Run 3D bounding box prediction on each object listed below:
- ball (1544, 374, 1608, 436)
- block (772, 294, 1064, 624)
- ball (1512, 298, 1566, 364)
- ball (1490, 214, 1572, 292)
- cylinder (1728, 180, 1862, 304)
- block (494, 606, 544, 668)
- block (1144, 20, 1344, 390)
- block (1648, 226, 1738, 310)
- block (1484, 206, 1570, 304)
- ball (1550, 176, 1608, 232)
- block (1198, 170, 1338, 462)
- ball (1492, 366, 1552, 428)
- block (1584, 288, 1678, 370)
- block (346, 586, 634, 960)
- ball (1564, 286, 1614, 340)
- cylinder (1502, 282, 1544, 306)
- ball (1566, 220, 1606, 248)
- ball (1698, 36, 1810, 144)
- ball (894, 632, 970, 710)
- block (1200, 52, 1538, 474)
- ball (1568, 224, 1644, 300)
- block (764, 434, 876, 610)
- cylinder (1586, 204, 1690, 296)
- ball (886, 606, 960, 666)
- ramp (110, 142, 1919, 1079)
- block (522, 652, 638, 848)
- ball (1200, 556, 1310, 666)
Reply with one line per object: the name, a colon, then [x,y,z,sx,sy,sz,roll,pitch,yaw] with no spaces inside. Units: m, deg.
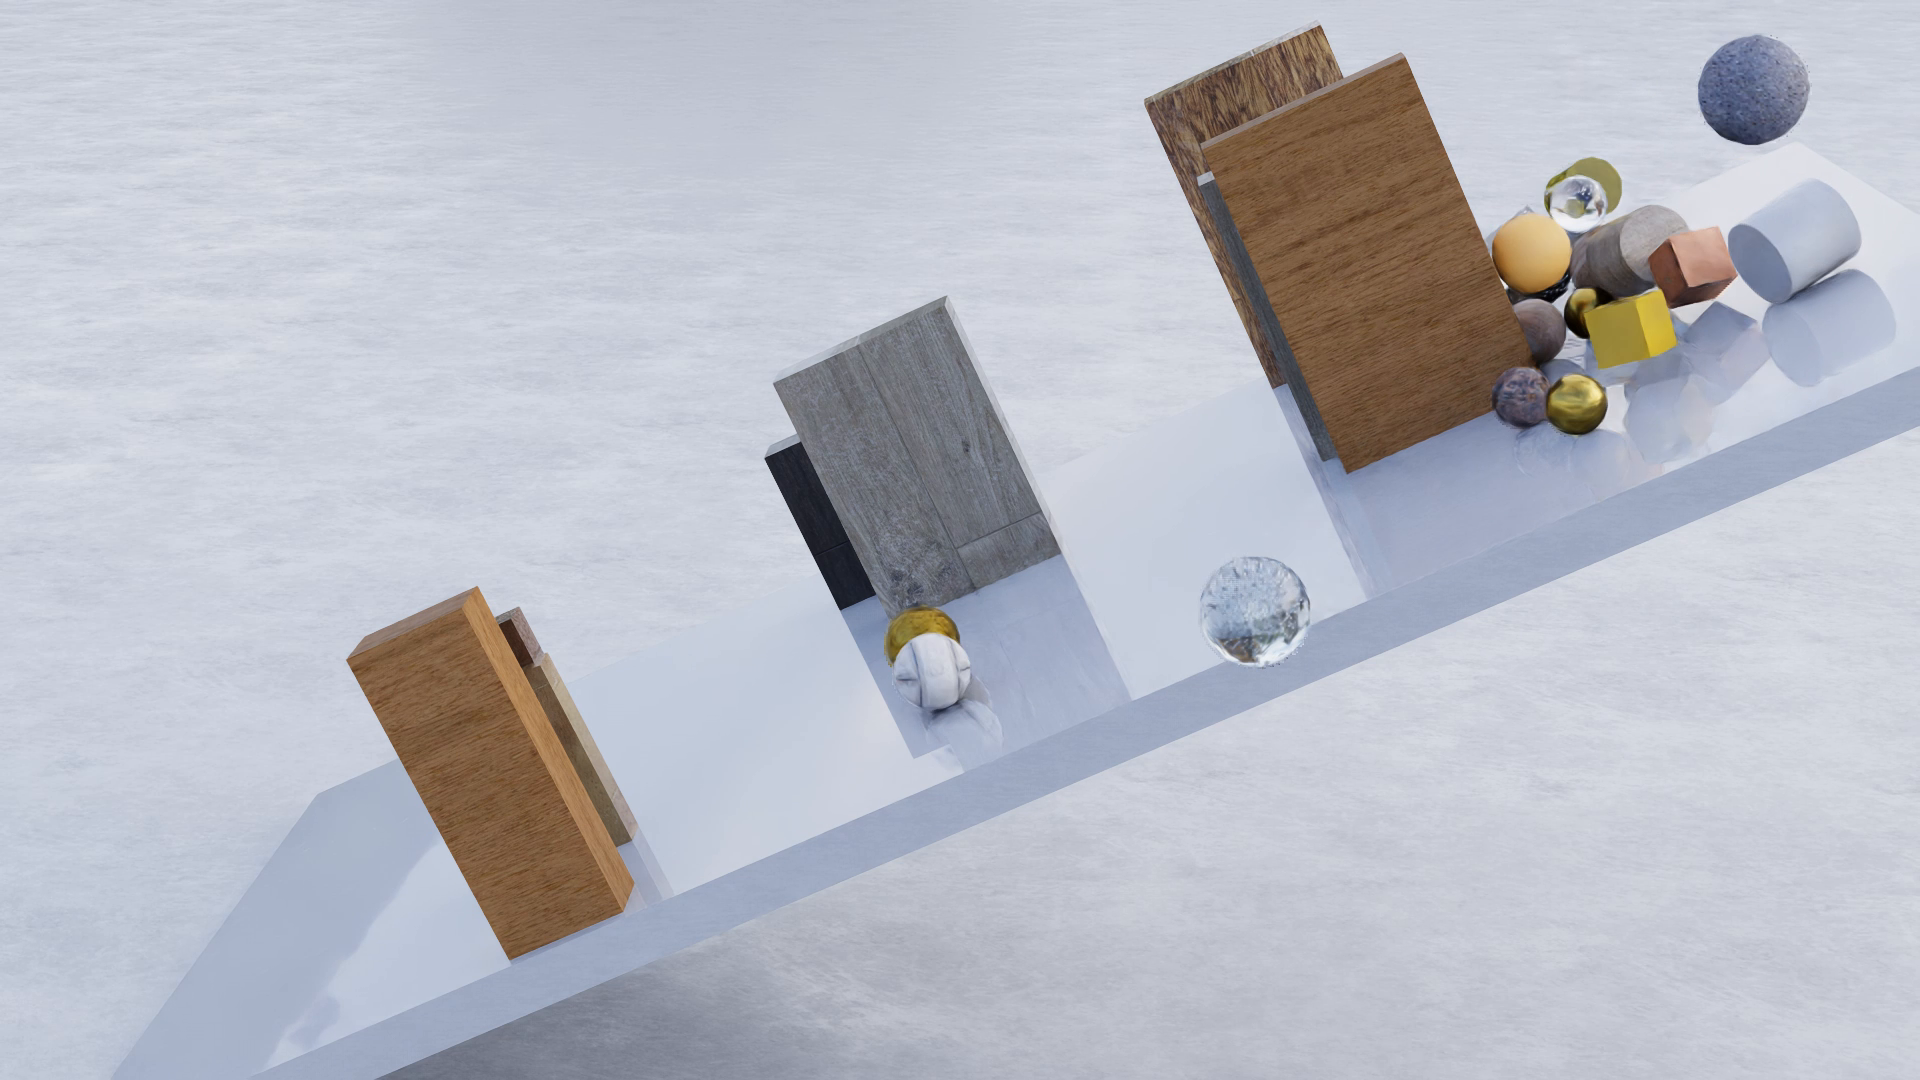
ball: [1.158,-0.255,5.525,0.116,0.116,0.116,0,16,0]
block: [-0.088,-0.172,6.462,0.412,0.606,0.122,-24,13,9]
ball: [1.190,-0.432,6.107,0.138,0.138,0.138,0,16,0]
ball: [1.156,-0.581,5.952,0.160,0.160,0.160,0,16,0]
cylinder: [1.631,-0.584,5.752,0.179,0.179,0.179,-33,25,-13]
block: [-0.921,0.427,5.929,0.317,0.503,0.086,-24,13,9]
block: [0.786,-0.784,6.907,0.442,0.738,0.120,-24,13,9]
block: [1.477,-0.549,5.930,0.113,0.113,0.113,-13,-16,-14]
block: [1.232,-0.598,6.461,0.158,0.158,0.158,-39,17,39]
ball: [1.255,-0.681,5.967,0.116,0.116,0.116,0,16,0]
block: [0.825,-0.547,6.124,0.435,0.641,0.122,-24,13,9]
ball: [1.096,-0.279,5.728,0.120,0.120,0.120,0,16,0]
block: [1.294,-0.407,5.673,0.114,0.114,0.114,-13,6,43]
block: [-0.868,0.435,5.475,0.240,0.648,0.141,-24,13,9]
ball: [1.307,-0.470,6.096,0.111,0.111,0.111,0,16,0]
cylinder: [1.159,-0.501,6.218,0.111,0.111,0.111,-4,18,-14]
ball: [1.392,-0.667,6.615,0.150,0.150,0.150,0,16,0]
ball: [1.489,-0.844,5.520,0.203,0.203,0.203,0,16,0]
ball: [-0.054,0.257,5.741,0.151,0.151,0.151,0,16,0]
block: [0.835,-0.554,5.934,0.436,0.730,0.088,-24,13,9]
ball: [1.383,-0.583,6.241,0.178,0.178,0.178,0,16,0]
block: [-0.197,-0.101,6.843,0.366,0.403,0.121,-24,13,9]
cylinder: [1.402,-0.596,6.072,0.162,0.162,0.162,-4,-5,-13]
ball: [-0.075,0.209,5.964,0.152,0.152,0.152,0,16,0]
ramp: [0.135,0.169,6.282,4.000,0.100,2.000,-24,13,9]
block: [-0.847,0.460,5.883,0.243,0.404,0.084,-24,13,9]
ball: [0.514,0.124,5.120,0.193,0.193,0.193,0,16,0]
